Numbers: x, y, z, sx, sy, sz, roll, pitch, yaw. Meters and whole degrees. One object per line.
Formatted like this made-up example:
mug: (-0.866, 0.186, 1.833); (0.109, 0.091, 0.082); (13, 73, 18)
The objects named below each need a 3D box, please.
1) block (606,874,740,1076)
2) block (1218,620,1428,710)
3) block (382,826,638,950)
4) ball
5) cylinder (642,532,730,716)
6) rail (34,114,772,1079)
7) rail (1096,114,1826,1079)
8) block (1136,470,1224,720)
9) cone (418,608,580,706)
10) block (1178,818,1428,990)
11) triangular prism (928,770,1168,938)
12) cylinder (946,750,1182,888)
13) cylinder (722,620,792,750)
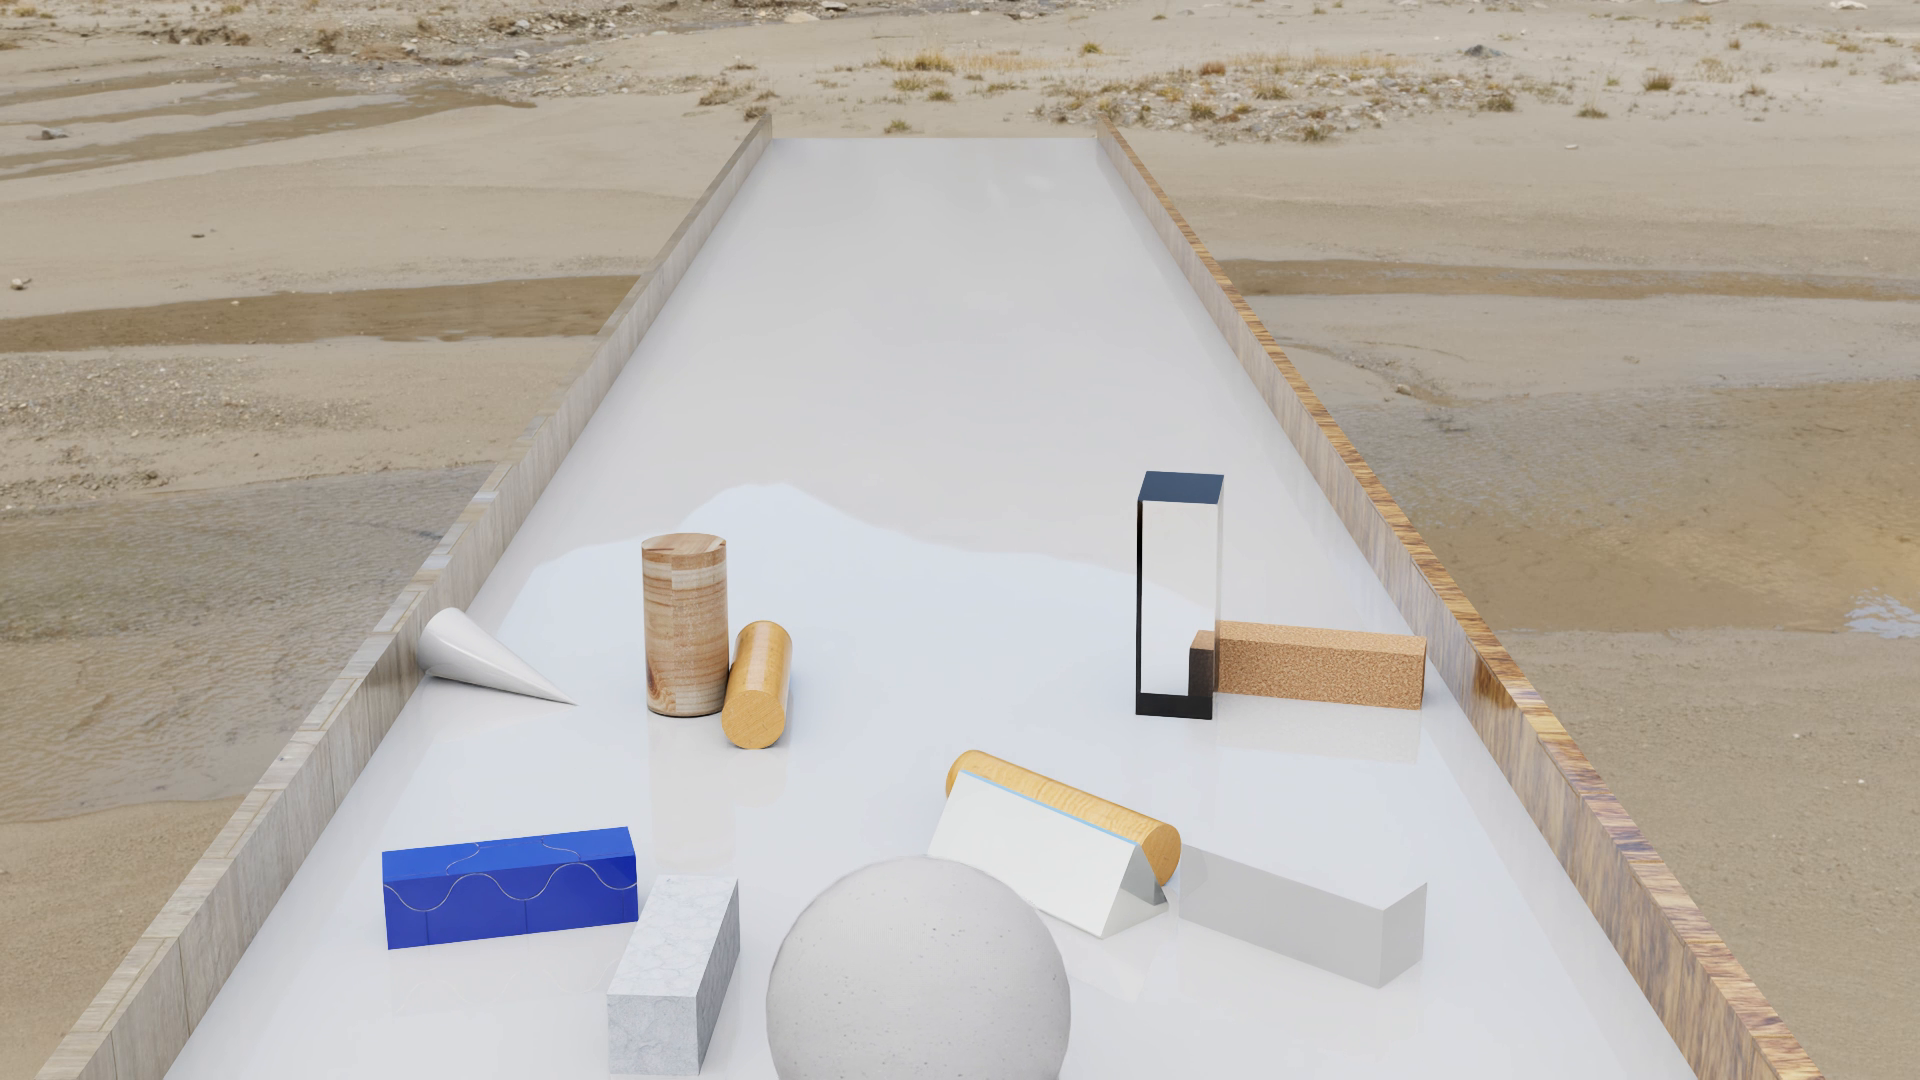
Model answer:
block: (-0.389, 0.593, 3.029); (0.117, 0.117, 0.358); (1, 17, 3)
block: (0.670, 0.238, 4.234); (0.436, 0.110, 0.110); (4, 17, 14)
block: (-0.673, 0.519, 3.292); (0.365, 0.108, 0.108); (-4, 17, -14)
ball: (-0.050, 0.570, 2.660); (0.370, 0.370, 0.370); (0, 17, 0)
cylinder: (-0.515, 0.158, 4.140); (0.158, 0.313, 0.158); (0, 15, 0)
rail: (-1.118, -0.838, 7.780); (0.050, 0.150, 12.000); (0, 17, -1)
rail: (0.932, -0.844, 7.801); (0.050, 0.150, 12.000); (0, 17, -1)
block: (0.408, 0.104, 4.088); (0.144, 0.436, 0.144); (3, 24, 11)
cone: (-0.866, 0.257, 4.242); (0.355, 0.141, 0.141); (21, 24, 25)
block: (0.500, 0.529, 3.233); (0.345, 0.122, 0.122); (14, 22, 39)
triangular prism: (0.132, 0.471, 3.407); (0.149, 0.129, 0.386); (-15, 22, -40)
cylinder: (0.161, 0.446, 3.542); (0.106, 0.106, 0.424); (-15, 22, -41)
cylinder: (-0.378, 0.267, 4.129); (0.114, 0.114, 0.389); (-1, 17, -2)
